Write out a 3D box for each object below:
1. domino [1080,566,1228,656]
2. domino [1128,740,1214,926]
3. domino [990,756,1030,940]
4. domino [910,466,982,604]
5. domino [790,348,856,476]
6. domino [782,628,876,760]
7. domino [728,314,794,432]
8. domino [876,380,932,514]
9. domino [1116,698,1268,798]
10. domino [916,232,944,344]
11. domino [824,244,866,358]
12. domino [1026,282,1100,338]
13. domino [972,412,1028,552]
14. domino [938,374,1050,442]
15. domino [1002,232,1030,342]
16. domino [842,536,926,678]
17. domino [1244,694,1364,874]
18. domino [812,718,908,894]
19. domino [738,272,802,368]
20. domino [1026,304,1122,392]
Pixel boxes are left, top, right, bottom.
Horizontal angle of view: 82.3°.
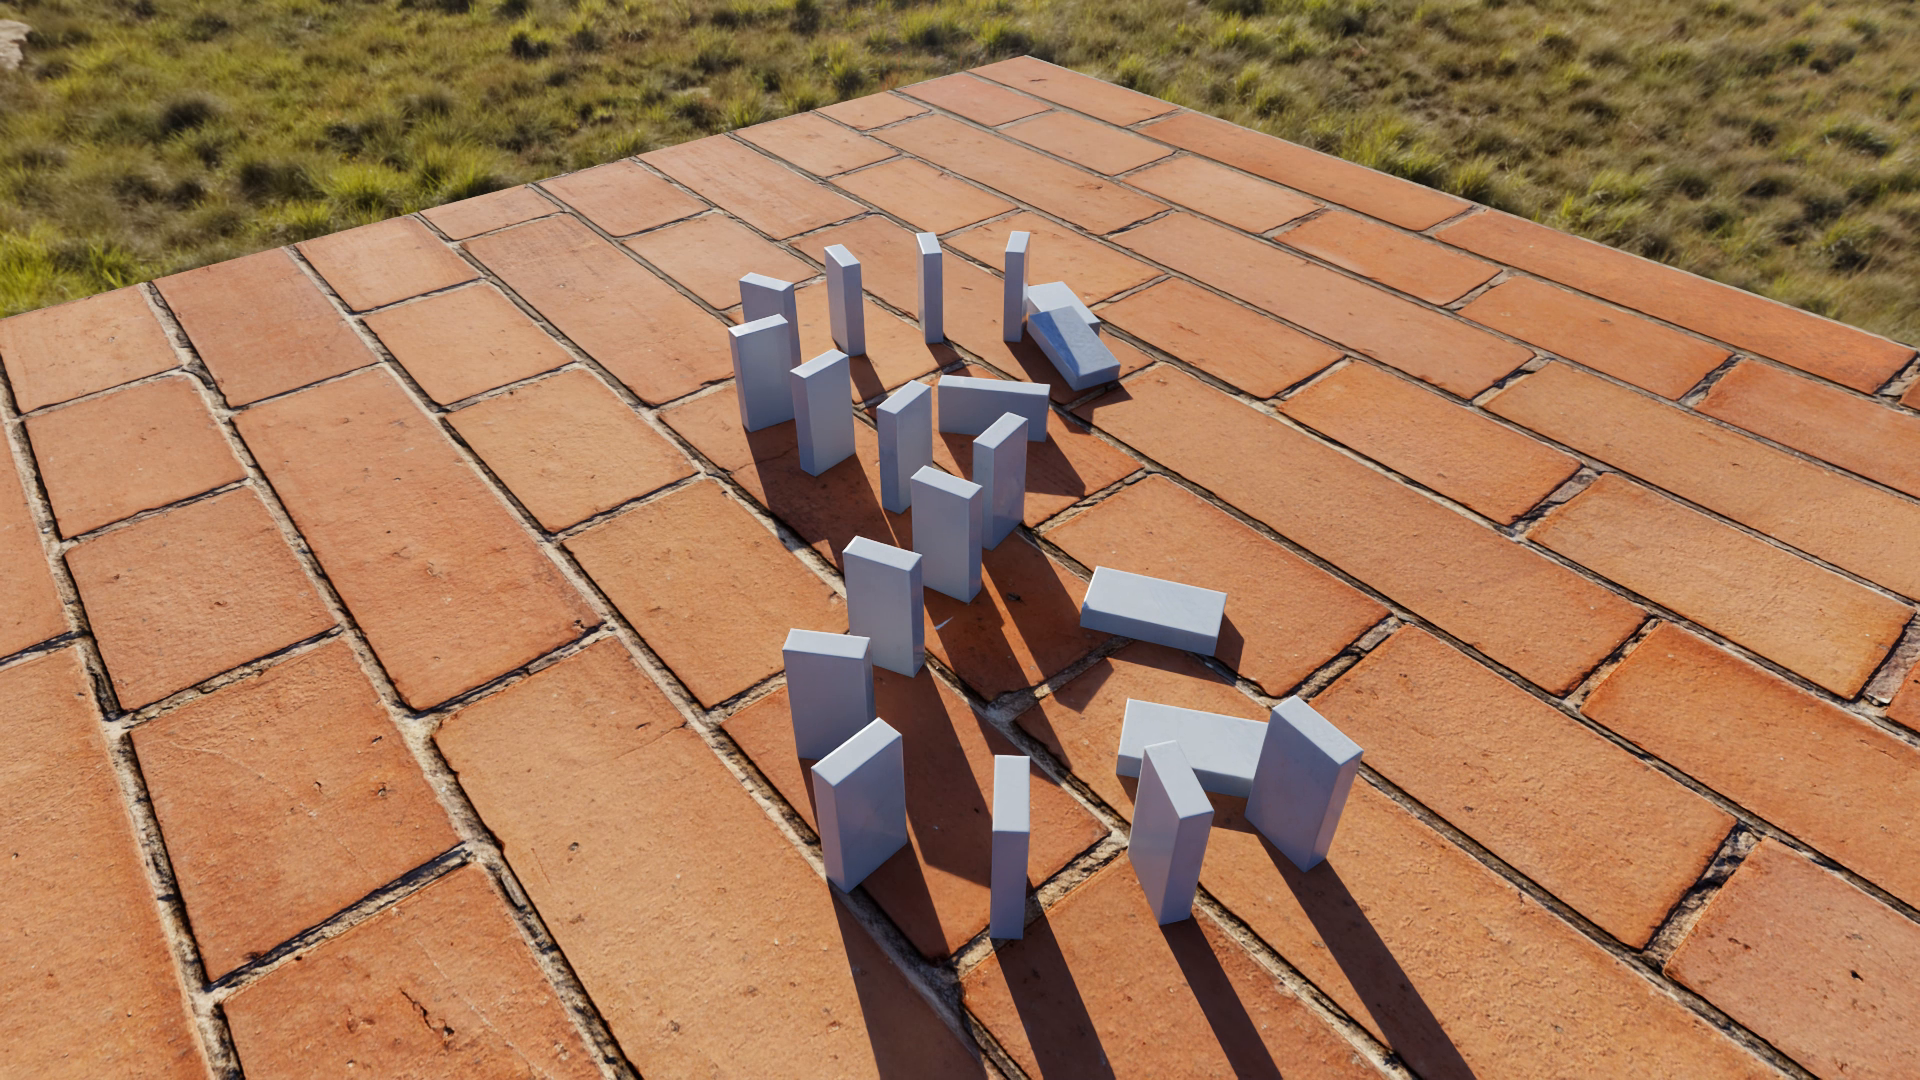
[{"bbox_3d":[0.072,0.026,0.412,0.050,0.010,0.025,12,41,14],"label":"domino"},{"bbox_3d":[0.058,0.083,0.310,0.009,0.050,0.025,-9,40,-11],"label":"domino"},{"bbox_3d":[0.014,0.086,0.306,0.009,0.050,0.025,2,39,2],"label":"domino"},{"bbox_3d":[-0.005,-0.002,0.413,0.025,0.050,0.009,21,44,24],"label":"domino"},{"bbox_3d":[-0.059,-0.055,0.479,0.009,0.050,0.025,29,47,31],"label":"domino"},{"bbox_3d":[-0.041,0.051,0.349,0.025,0.050,0.009,6,40,7],"label":"domino"},{"bbox_3d":[-0.090,-0.076,0.504,0.025,0.050,0.010,-22,44,-25],"label":"domino"},{"bbox_3d":[-0.022,-0.038,0.458,0.009,0.050,0.025,22,44,25],"label":"domino"},{"bbox_3d":[0.078,0.068,0.360,0.050,0.010,0.025,9,40,10],"label":"domino"},{"bbox_3d":[-0.016,-0.131,0.571,0.010,0.050,0.025,-6,40,-8],"label":"domino"},{"bbox_3d":[-0.058,-0.122,0.560,0.009,0.050,0.025,-18,42,-20],"label":"domino"},{"bbox_3d":[0.054,-0.123,0.593,0.025,0.010,0.050,-12,41,-15],"label":"domino"},{"bbox_3d":[0.016,-0.023,0.439,0.010,0.050,0.025,23,45,25],"label":"domino"},{"bbox_3d":[0.015,-0.060,0.505,0.050,0.025,0.010,6,40,8],"label":"domino"},{"bbox_3d":[0.029,-0.132,0.572,0.010,0.050,0.025,6,40,7],"label":"domino"},{"bbox_3d":[-0.026,0.024,0.382,0.025,0.050,0.009,16,42,18],"label":"domino"},{"bbox_3d":[0.100,0.072,0.323,0.010,0.050,0.025,-23,45,-26],"label":"domino"},{"bbox_3d":[-0.028,0.077,0.317,0.009,0.050,0.025,31,49,32],"label":"domino"},{"bbox_3d":[-0.092,-0.103,0.537,0.025,0.050,0.009,19,43,21],"label":"domino"},{"bbox_3d":[0.057,-0.097,0.554,0.025,0.010,0.050,-19,55,-19],"label":"domino"}]
